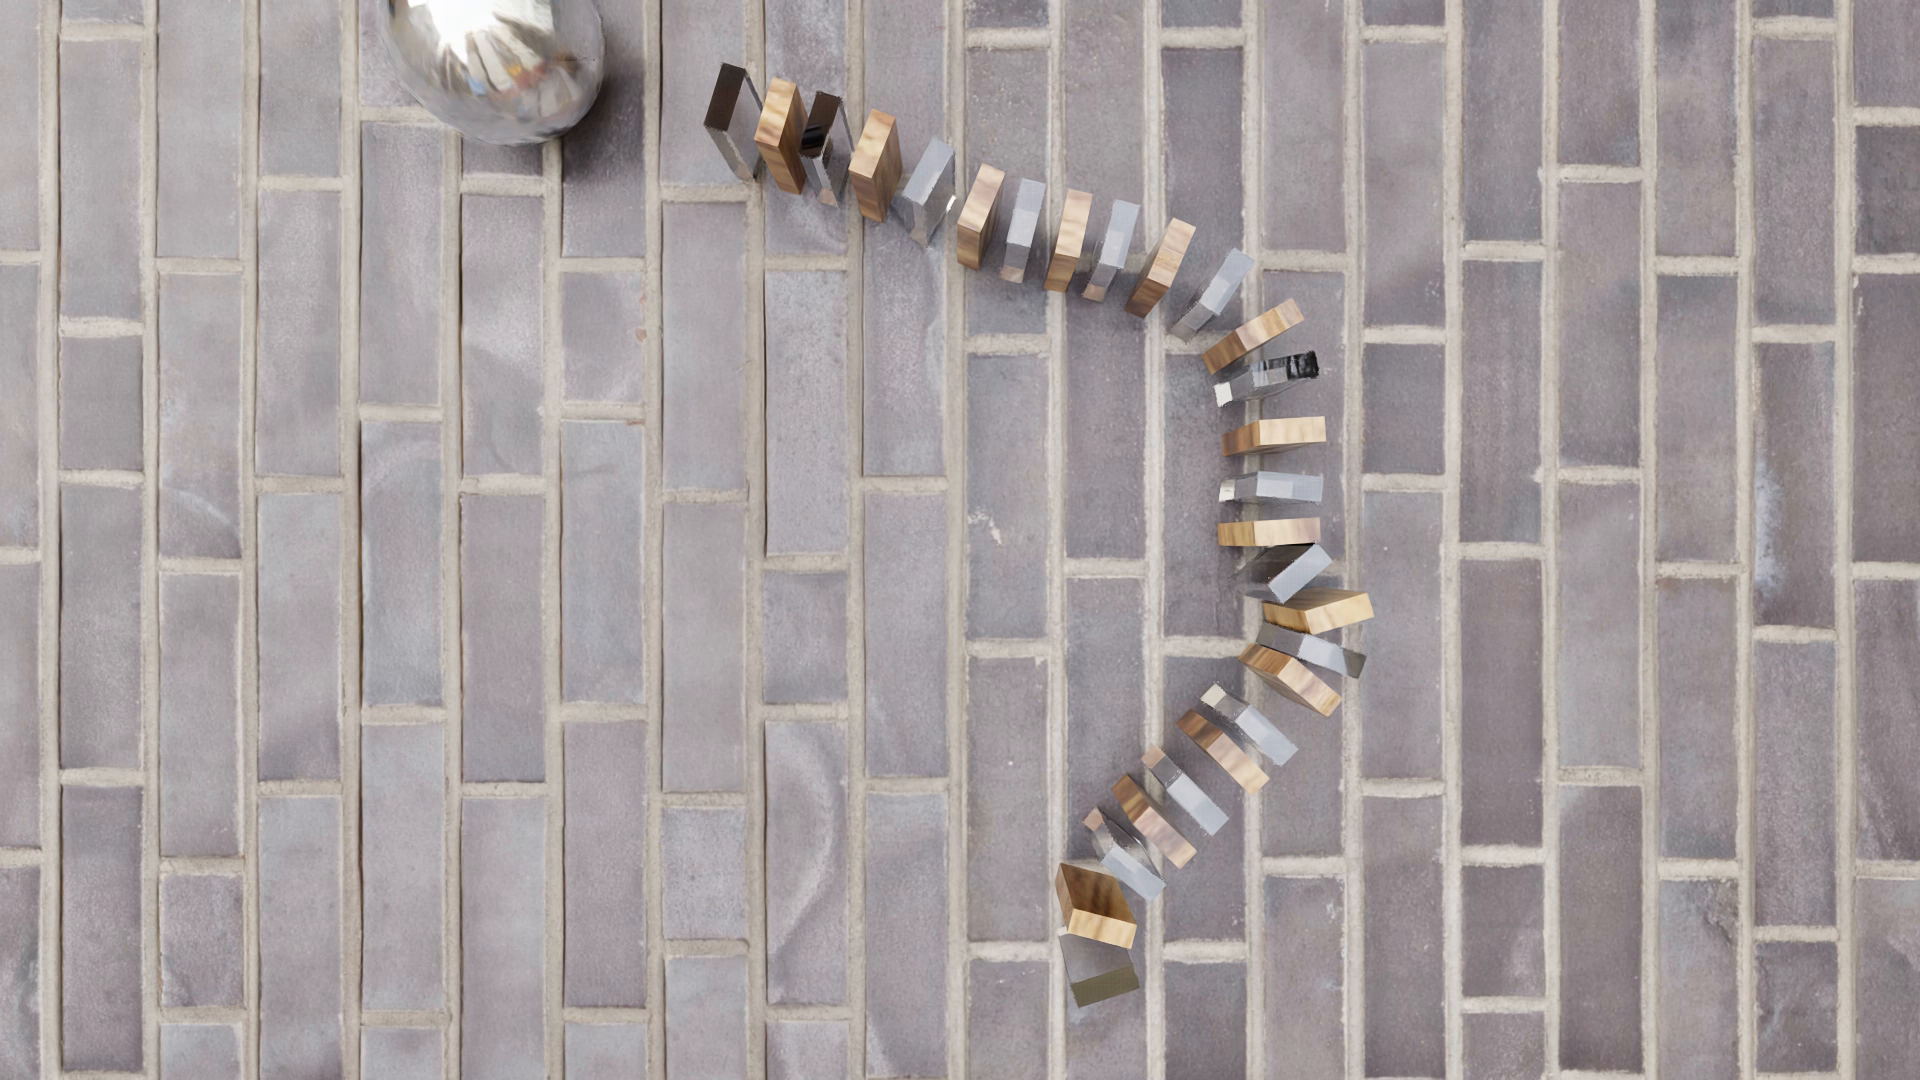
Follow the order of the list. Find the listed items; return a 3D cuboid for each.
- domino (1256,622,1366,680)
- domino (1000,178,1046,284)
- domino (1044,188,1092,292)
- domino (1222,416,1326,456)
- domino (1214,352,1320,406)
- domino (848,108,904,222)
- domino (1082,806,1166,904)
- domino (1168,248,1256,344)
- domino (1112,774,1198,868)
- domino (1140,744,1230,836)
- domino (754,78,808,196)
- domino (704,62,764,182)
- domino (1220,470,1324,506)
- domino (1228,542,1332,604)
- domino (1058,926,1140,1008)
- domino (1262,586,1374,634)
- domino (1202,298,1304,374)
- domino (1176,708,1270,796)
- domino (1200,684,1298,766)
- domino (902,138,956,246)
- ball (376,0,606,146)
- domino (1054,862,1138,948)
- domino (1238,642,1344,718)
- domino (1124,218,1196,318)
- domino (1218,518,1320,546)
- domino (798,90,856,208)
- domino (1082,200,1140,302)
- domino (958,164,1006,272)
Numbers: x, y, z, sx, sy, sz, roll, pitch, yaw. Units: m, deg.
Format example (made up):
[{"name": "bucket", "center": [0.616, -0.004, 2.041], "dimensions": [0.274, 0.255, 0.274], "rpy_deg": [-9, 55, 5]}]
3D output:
[{"name": "domino", "center": [0.142, 0.044, 0.375], "dimensions": [0.025, 0.050, 0.010], "rpy_deg": [21, 90, 0]}, {"name": "domino", "center": [0.025, -0.125, 0.375], "dimensions": [0.009, 0.050, 0.025], "rpy_deg": [14, 90, 0]}, {"name": "domino", "center": [0.044, -0.121, 0.375], "dimensions": [0.009, 0.050, 0.025], "rpy_deg": [12, 90, 0]}, {"name": "domino", "center": [0.127, -0.042, 0.375], "dimensions": [0.025, 0.050, 0.009], "rpy_deg": [-3, 90, 0]}, {"name": "domino", "center": [0.124, -0.065, 0.375], "dimensions": [0.025, 0.050, 0.010], "rpy_deg": [-11, 90, 0]}, {"name": "domino", "center": [-0.034, -0.152, 0.375], "dimensions": [0.009, 0.050, 0.025], "rpy_deg": [21, 90, 0]}, {"name": "domino", "center": [0.066, 0.127, 0.375], "dimensions": [0.025, 0.050, 0.010], "rpy_deg": [39, 90, 0]}, {"name": "domino", "center": [0.102, -0.099, 0.375], "dimensions": [0.010, 0.050, 0.025], "rpy_deg": [34, 90, 0]}, {"name": "domino", "center": [0.078, 0.114, 0.375], "dimensions": [0.025, 0.050, 0.009], "rpy_deg": [43, 90, 0]}, {"name": "domino", "center": [0.091, 0.101, 0.375], "dimensions": [0.025, 0.050, 0.010], "rpy_deg": [45, 90, 0]}, {"name": "domino", "center": [-0.071, -0.164, 0.375], "dimensions": [0.009, 0.050, 0.025], "rpy_deg": [16, 90, 0]}, {"name": "domino", "center": [-0.090, -0.169, 0.375], "dimensions": [0.009, 0.050, 0.025], "rpy_deg": [17, 90, 0]}, {"name": "domino", "center": [0.126, -0.021, 0.375], "dimensions": [0.025, 0.050, 0.010], "rpy_deg": [5, 90, 0]}, {"name": "domino", "center": [0.130, 0.013, 0.375], "dimensions": [0.025, 0.050, 0.010], "rpy_deg": [-40, 90, 0]}, {"name": "domino", "center": [0.056, 0.171, 0.375], "dimensions": [0.025, 0.050, 0.010], "rpy_deg": [-18, 90, 0]}, {"name": "domino", "center": [0.145, 0.028, 0.375], "dimensions": [0.025, 0.050, 0.009], "rpy_deg": [-17, 90, 0]}, {"name": "domino", "center": [0.118, -0.082, 0.375], "dimensions": [0.025, 0.050, 0.010], "rpy_deg": [-29, 90, 0]}, {"name": "domino", "center": [0.106, 0.086, 0.375], "dimensions": [0.025, 0.050, 0.009], "rpy_deg": [45, 90, 0]}, {"name": "domino", "center": [0.117, 0.075, 0.375], "dimensions": [0.025, 0.050, 0.009], "rpy_deg": [44, 90, 0]}, {"name": "domino", "center": [-0.012, -0.141, 0.375], "dimensions": [0.009, 0.050, 0.025], "rpy_deg": [29, 90, 0]}, {"name": "ball", "center": [-0.182, -0.198, 0.360], "dimensions": [0.080, 0.080, 0.080], "rpy_deg": [0, 90, 0]}, {"name": "domino", "center": [0.054, 0.149, 0.375], "dimensions": [0.025, 0.050, 0.009], "rpy_deg": [15, 90, 0]}, {"name": "domino", "center": [0.134, 0.056, 0.375], "dimensions": [0.025, 0.050, 0.010], "rpy_deg": [39, 90, 0]}, {"name": "domino", "center": [0.081, -0.110, 0.375], "dimensions": [0.010, 0.050, 0.025], "rpy_deg": [24, 90, 0]}, {"name": "domino", "center": [0.125, -0.003, 0.375], "dimensions": [0.025, 0.050, 0.010], "rpy_deg": [-4, 90, 0]}, {"name": "domino", "center": [-0.054, -0.158, 0.375], "dimensions": [0.010, 0.050, 0.025], "rpy_deg": [18, 90, 0]}, {"name": "domino", "center": [0.061, -0.117, 0.375], "dimensions": [0.010, 0.050, 0.025], "rpy_deg": [15, 90, 0]}, {"name": "domino", "center": [0.008, -0.131, 0.375], "dimensions": [0.010, 0.050, 0.025], "rpy_deg": [23, 90, 0]}]
